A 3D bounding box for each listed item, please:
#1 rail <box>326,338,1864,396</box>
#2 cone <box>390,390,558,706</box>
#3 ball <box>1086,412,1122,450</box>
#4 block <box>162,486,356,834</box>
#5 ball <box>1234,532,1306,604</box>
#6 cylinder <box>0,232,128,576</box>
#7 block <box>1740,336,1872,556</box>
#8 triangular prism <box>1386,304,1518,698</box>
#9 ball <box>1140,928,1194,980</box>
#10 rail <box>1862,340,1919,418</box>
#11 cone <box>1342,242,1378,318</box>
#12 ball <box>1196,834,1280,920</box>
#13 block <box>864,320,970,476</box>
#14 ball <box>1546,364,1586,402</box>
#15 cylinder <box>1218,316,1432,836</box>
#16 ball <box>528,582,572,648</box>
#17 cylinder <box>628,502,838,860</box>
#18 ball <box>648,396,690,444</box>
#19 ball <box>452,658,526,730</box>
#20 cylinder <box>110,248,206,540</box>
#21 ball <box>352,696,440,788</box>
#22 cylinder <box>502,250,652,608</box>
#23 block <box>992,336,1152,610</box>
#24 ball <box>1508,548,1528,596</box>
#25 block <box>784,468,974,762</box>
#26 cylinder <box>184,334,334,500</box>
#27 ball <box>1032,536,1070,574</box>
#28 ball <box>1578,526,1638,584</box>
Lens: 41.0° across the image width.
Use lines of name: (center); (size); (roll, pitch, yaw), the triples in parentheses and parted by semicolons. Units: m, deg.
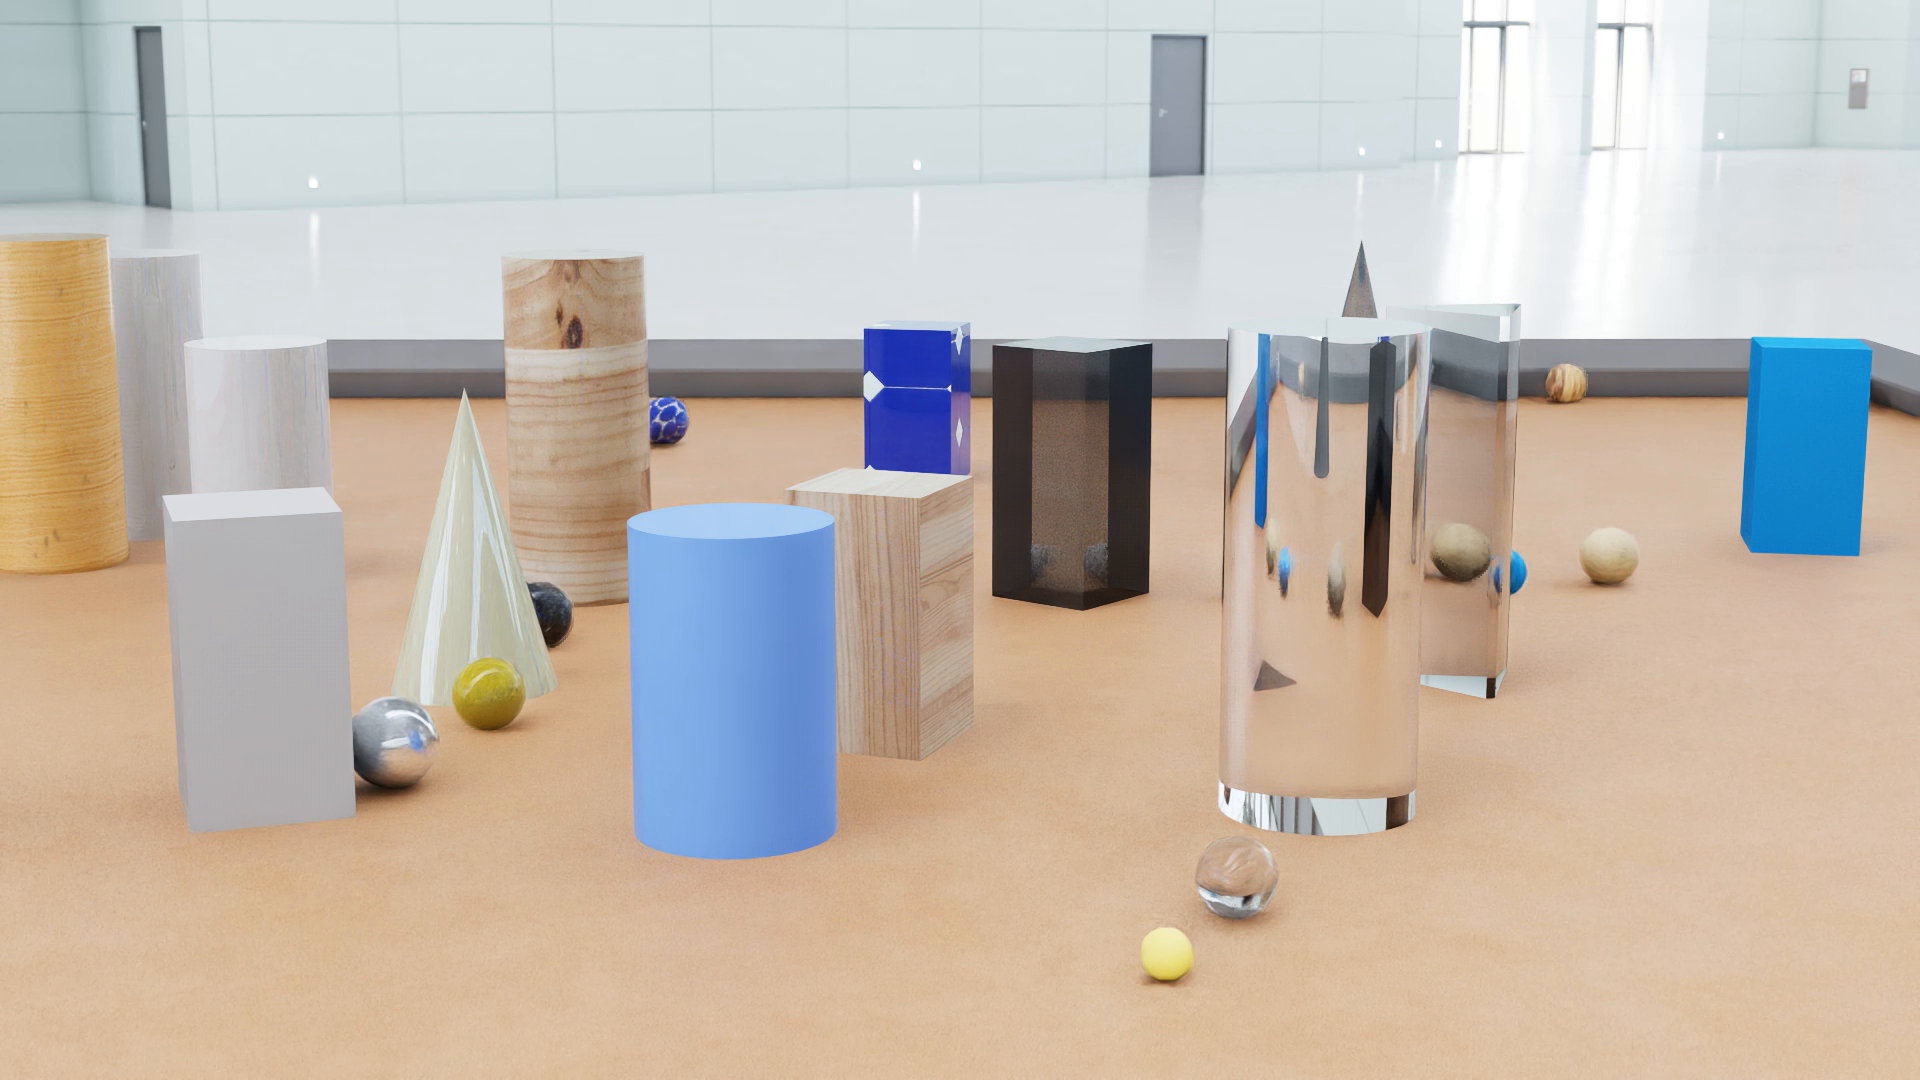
rail: (-0.013, -0.377, 5.657); (4.029, 0.127, 0.045); (0, 11, 0)
cone: (-0.575, -0.001, 3.009); (0.195, 0.356, 0.195); (0, 11, 0)
ball: (0.276, -0.209, 4.912); (0.071, 0.071, 0.071); (0, 11, 0)
block: (-0.692, 0.114, 2.531); (0.156, 0.304, 0.156); (-4, 11, -20)
ball: (0.424, 0.038, 3.508); (0.098, 0.098, 0.098); (0, 11, 0)
cylinder: (-1.333, -0.202, 3.756); (0.195, 0.479, 0.195); (0, 11, 0)
block: (1.286, -0.145, 3.907); (0.156, 0.311, 0.156); (2, 11, 11)
triangular prism: (0.613, -0.055, 3.054); (0.146, 0.445, 0.169); (-10, 14, -42)
ball: (0.166, 0.333, 2.065); (0.043, 0.043, 0.043); (0, 11, 0)
rail: (1.991, 0.031, 3.460); (0.045, 0.127, 4.538); (0, 11, 0)
cone: (0.727, -0.341, 4.679); (0.195, 0.415, 0.195); (0, 11, 0)
ball: (0.239, 0.291, 2.213); (0.072, 0.072, 0.072); (0, 11, 0)
block: (-0.075, -0.246, 4.556); (0.156, 0.272, 0.156); (2, 11, 13)
ball: (1.319, -0.341, 5.584); (0.085, 0.085, 0.085); (0, 11, 0)
cylinder: (0.355, 0.030, 2.506); (0.195, 0.478, 0.195); (0, 11, 0)
ball: (-0.532, 0.094, 3.239); (0.085, 0.085, 0.085); (0, 11, 0)
cylinder: (-0.216, 0.130, 2.449); (0.195, 0.302, 0.195); (0, 11, 0)
ball: (-0.571, -0.231, 4.971); (0.092, 0.092, 0.092); (0, 11, 0)
ball: (-0.521, 0.170, 2.843); (0.080, 0.080, 0.080); (0, 11, 0)
cylinder: (-1.279, -0.231, 4.026); (0.195, 0.437, 0.195); (0, 11, 0)
ball: (-0.578, 0.206, 2.611); (0.094, 0.094, 0.094); (0, 11, 0)
cylinder: (-0.526, -0.158, 3.538); (0.195, 0.471, 0.195); (0, 11, 0)
block: (0.154, -0.096, 3.538); (0.156, 0.350, 0.156); (8, 13, 38)
ball: (0.750, 0.045, 3.550); (0.068, 0.068, 0.068); (0, 11, 0)
block: (-0.086, 0.077, 2.790); (0.156, 0.282, 0.156); (4, 11, 21)
cylinder: (-0.995, -0.113, 3.654); (0.195, 0.339, 0.195); (0, 11, 0)
ball: (0.133, 0.021, 3.716); (0.055, 0.055, 0.055); (0, 11, 0)
ball: (0.919, 0.022, 3.636); (0.082, 0.082, 0.082); (0, 11, 0)
